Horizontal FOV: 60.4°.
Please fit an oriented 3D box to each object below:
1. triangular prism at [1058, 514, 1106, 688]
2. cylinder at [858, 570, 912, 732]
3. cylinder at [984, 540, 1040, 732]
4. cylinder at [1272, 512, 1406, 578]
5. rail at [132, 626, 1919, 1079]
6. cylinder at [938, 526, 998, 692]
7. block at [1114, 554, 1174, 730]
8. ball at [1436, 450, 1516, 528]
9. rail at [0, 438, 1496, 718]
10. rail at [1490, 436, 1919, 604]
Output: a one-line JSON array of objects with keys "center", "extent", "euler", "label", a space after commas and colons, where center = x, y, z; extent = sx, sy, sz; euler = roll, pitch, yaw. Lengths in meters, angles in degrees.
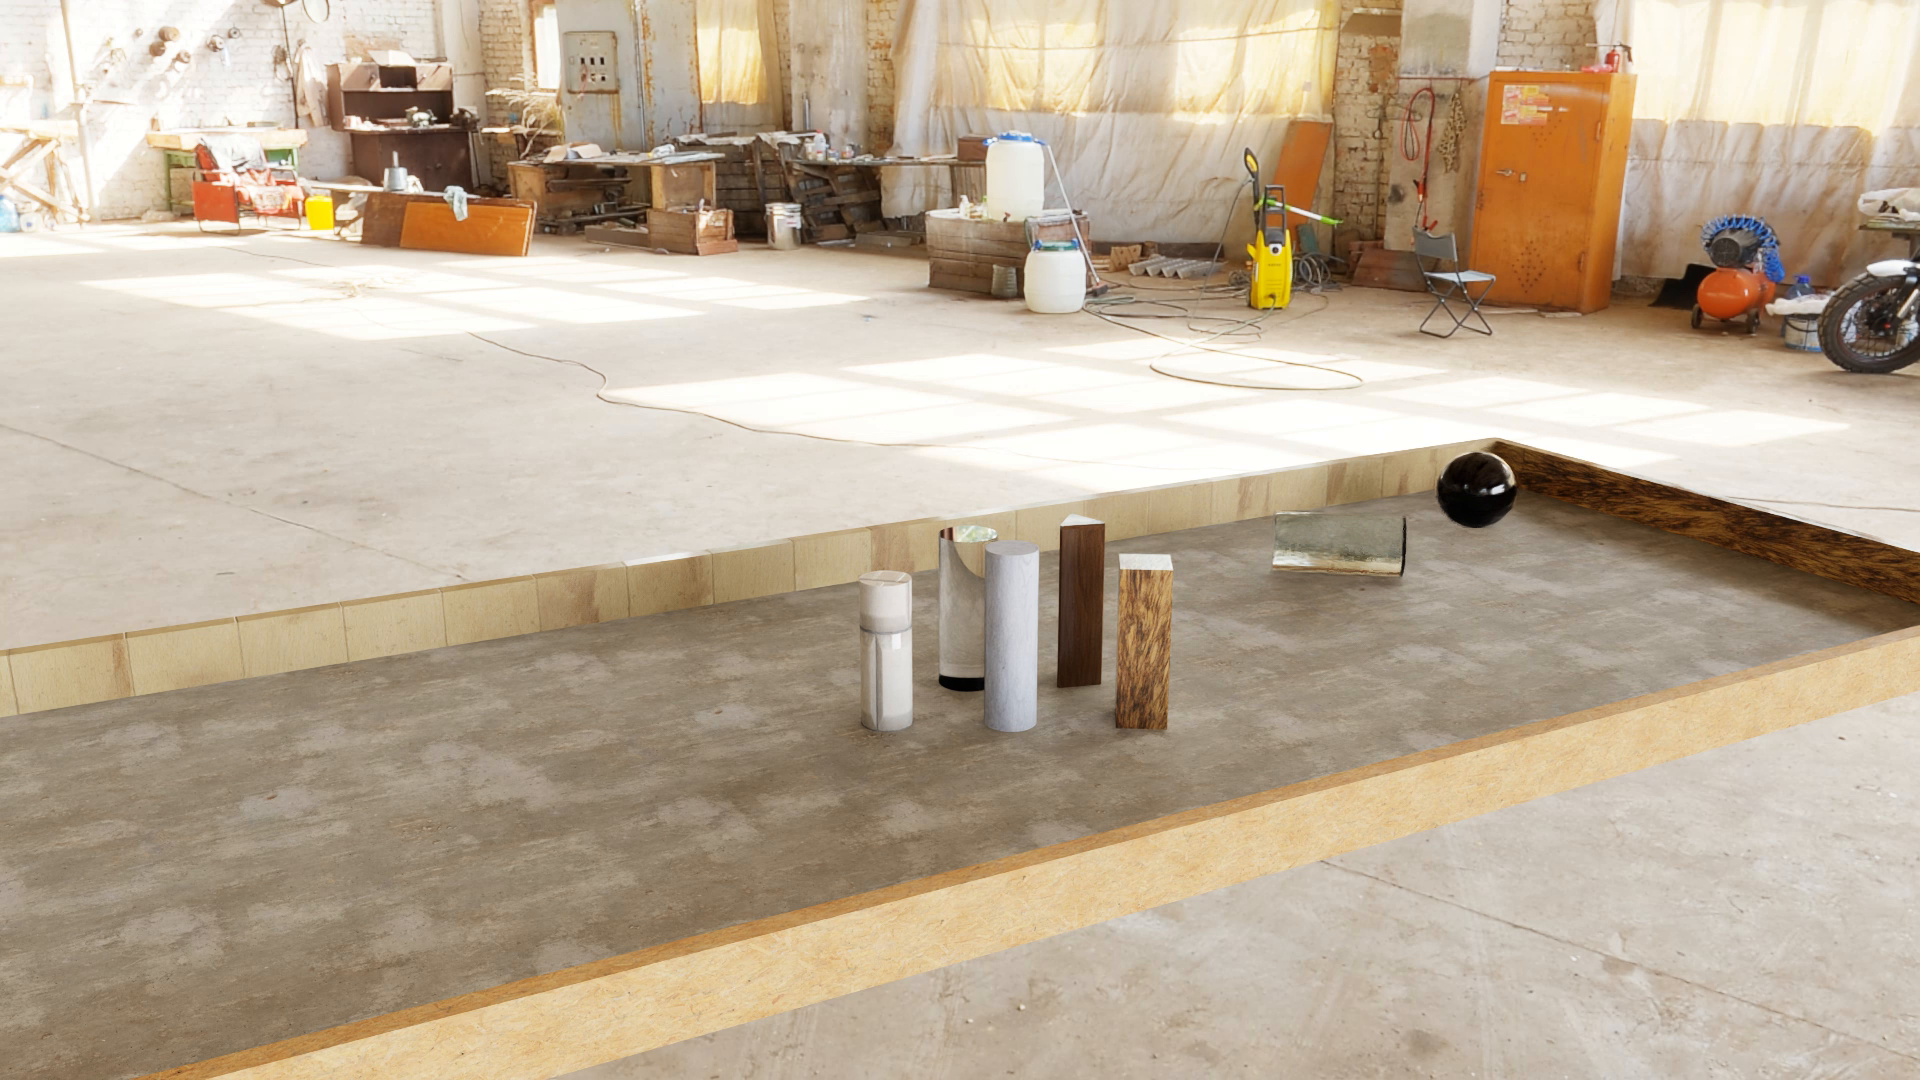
[{"center": [0.288, 0.149, 4.103], "extent": [0.113, 0.419, 0.098], "euler": [-4, 17, -13], "label": "triangular prism"}, {"center": [-0.172, 0.259, 3.843], "extent": [0.122, 0.356, 0.122], "euler": [0, 16, 0], "label": "cylinder"}, {"center": [0.119, 0.223, 3.836], "extent": [0.124, 0.429, 0.124], "euler": [0, 16, 0], "label": "cylinder"}, {"center": [1.145, 0.014, 4.991], "extent": [0.381, 0.179, 0.179], "euler": [3, 17, 10], "label": "cylinder"}, {"center": [-2.336, 1.006, 1.665], "extent": [12.000, 0.150, 0.050], "euler": [-9, 18, -27], "label": "rail"}, {"center": [0.019, 0.170, 4.094], "extent": [0.146, 0.385, 0.146], "euler": [0, 16, 0], "label": "cylinder"}, {"center": [0.428, 0.237, 3.855], "extent": [0.120, 0.390, 0.120], "euler": [1, 16, 4], "label": "block"}, {"center": [1.713, -0.169, 5.473], "extent": [0.256, 0.256, 0.256], "euler": [0, 16, 0], "label": "ball"}, {"center": [-3.305, 0.497, 3.399], "extent": [12.000, 0.150, 0.050], "euler": [-9, 18, -27], "label": "rail"}, {"center": [2.466, -0.048, 5.253], "extent": [0.050, 0.150, 2.100], "euler": [-9, 18, -27], "label": "rail"}]
